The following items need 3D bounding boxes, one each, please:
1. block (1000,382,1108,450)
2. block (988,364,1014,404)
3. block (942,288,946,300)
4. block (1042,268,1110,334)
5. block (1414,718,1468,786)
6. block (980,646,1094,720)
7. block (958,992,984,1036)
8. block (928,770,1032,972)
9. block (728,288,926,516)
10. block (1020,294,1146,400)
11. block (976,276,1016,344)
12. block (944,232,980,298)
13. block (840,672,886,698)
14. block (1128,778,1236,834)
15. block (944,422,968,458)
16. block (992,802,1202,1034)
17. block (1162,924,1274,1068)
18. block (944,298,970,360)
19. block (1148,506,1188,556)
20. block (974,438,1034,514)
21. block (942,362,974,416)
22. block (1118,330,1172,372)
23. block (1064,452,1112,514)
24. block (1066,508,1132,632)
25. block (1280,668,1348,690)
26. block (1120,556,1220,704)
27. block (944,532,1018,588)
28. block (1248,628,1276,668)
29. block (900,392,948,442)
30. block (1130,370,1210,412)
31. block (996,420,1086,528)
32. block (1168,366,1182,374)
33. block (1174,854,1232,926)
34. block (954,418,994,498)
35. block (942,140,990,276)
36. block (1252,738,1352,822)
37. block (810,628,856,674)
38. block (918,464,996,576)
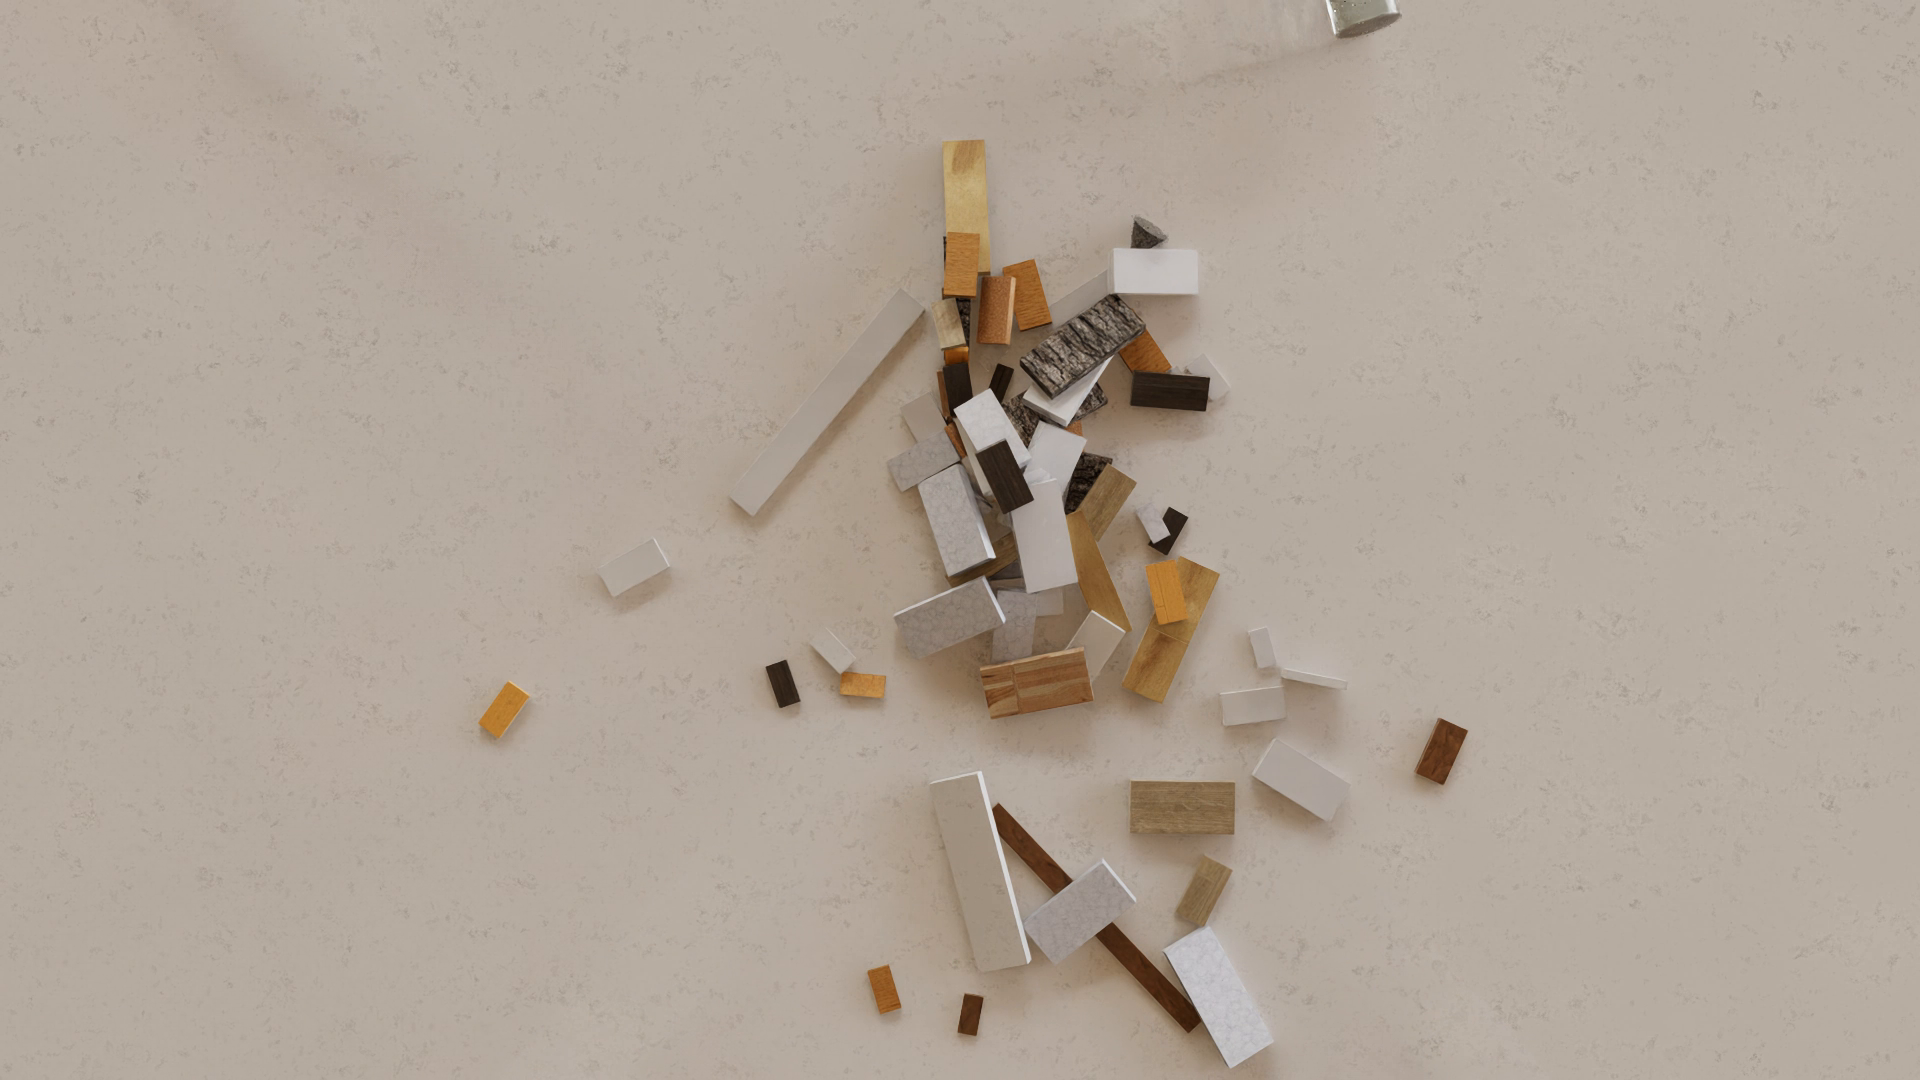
[{"bbox_3d":[0.304,-0.444,5.444,0.330,0.047,0.165,-30,78,-6],"label":"block"},{"bbox_3d":[0.120,-0.490,5.492,0.059,0.017,0.190,21,90,0],"label":"block"},{"bbox_3d":[-0.015,-0.754,5.465,0.082,0.023,0.164,-3,90,0],"label":"block"},{"bbox_3d":[0.415,-0.808,5.490,0.339,0.021,0.073,-33,90,0],"label":"block"},{"bbox_3d":[1.600,0.703,5.486,0.100,0.028,0.200,24,90,0],"label":"block"},{"bbox_3d":[0.254,0.473,5.439,0.346,0.049,0.173,-11,101,7],"label":"block"},{"bbox_3d":[0.035,1.579,5.491,0.065,0.018,0.131,11,90,0],"label":"block"},{"bbox_3d":[0.066,1.097,5.452,0.173,0.049,0.646,-15,90,17],"label":"block"},{"bbox_3d":[-0.443,-0.458,5.485,0.106,0.030,0.897,40,90,0],"label":"block"},{"bbox_3d":[0.402,-0.638,5.394,0.399,0.047,0.165,-37,70,-12],"label":"block"},{"bbox_3d":[0.119,-0.760,5.459,0.110,0.031,0.220,5,90,29],"label":"block"},{"bbox_3d":[0.006,-0.894,5.367,0.106,0.030,0.212,3,80,0],"label":"block"},{"bbox_3d":[-0.323,0.482,5.490,0.147,0.021,0.073,5,90,0],"label":"block"},{"bbox_3d":[0.736,0.885,5.476,0.345,0.049,0.172,1,90,0],"label":"block"},{"bbox_3d":[-0.003,-0.332,5.440,0.017,0.059,0.118,-28,96,35],"label":"block"},{"bbox_3d":[0.444,1.256,5.490,0.073,0.021,0.990,-44,90,0],"label":"block"},{"bbox_3d":[0.855,1.510,5.465,0.172,0.049,0.437,-29,90,-7],"label":"block"},{"bbox_3d":[-0.007,-0.764,5.442,0.083,0.024,0.342,2,90,0],"label":"block"},{"bbox_3d":[0.692,-0.029,5.490,0.073,0.021,0.147,29,90,0],"label":"block"},{"bbox_3d":[0.142,-0.204,5.276,0.110,0.031,0.220,-26,106,1],"label":"block"},{"bbox_3d":[-0.004,-0.495,5.406,0.083,0.024,0.167,-11,108,-4],"label":"block"},{"bbox_3d":[0.588,-0.638,5.483,0.118,0.033,0.236,-34,90,0],"label":"block"},{"bbox_3d":[0.422,-0.168,5.466,0.118,0.033,0.236,12,99,0],"label":"block"},{"bbox_3d":[0.438,0.118,5.446,0.106,0.030,0.439,-22,99,7],"label":"block"},{"bbox_3d":[1.170,0.459,5.450,0.200,0.100,0.028,11,90,0],"label":"block"},{"bbox_3d":[0.699,0.298,5.479,0.146,0.041,0.472,24,90,0],"label":"block"},{"bbox_3d":[0.087,0.079,5.432,0.276,0.024,0.086,-34,81,5],"label":"block"},{"bbox_3d":[1.006,0.359,5.491,0.063,0.018,0.127,-15,90,0],"label":"block"},{"bbox_3d":[-0.095,-0.363,5.472,0.115,0.033,0.230,-28,90,12],"label":"block"},{"bbox_3d":[0.694,-0.494,5.456,0.252,0.033,0.115,4,106,-3],"label":"block"},{"bbox_3d":[0.268,-0.197,5.414,0.165,0.047,0.358,19,100,-26],"label":"block"},{"bbox_3d":[0.685,-0.519,5.491,0.127,0.018,0.063,-32,90,0],"label":"block"},{"bbox_3d":[0.810,1.165,5.485,0.106,0.030,0.212,28,89,1],"label":"block"},{"bbox_3d":[0.095,-0.295,5.383,0.140,0.040,0.279,-22,72,5],"label":"block"},{"bbox_3d":[0.021,-1.095,5.439,0.140,0.040,0.458,-2,80,-1],"label":"block"},{"bbox_3d":[1.133,0.796,5.479,0.292,0.041,0.146,32,90,0],"label":"block"},{"bbox_3d":[-0.422,0.368,5.479,0.073,0.021,0.147,-45,82,0],"label":"block"},{"bbox_3d":[-0.013,-0.064,5.406,0.165,0.047,0.330,-26,76,29],"label":"block"}]
